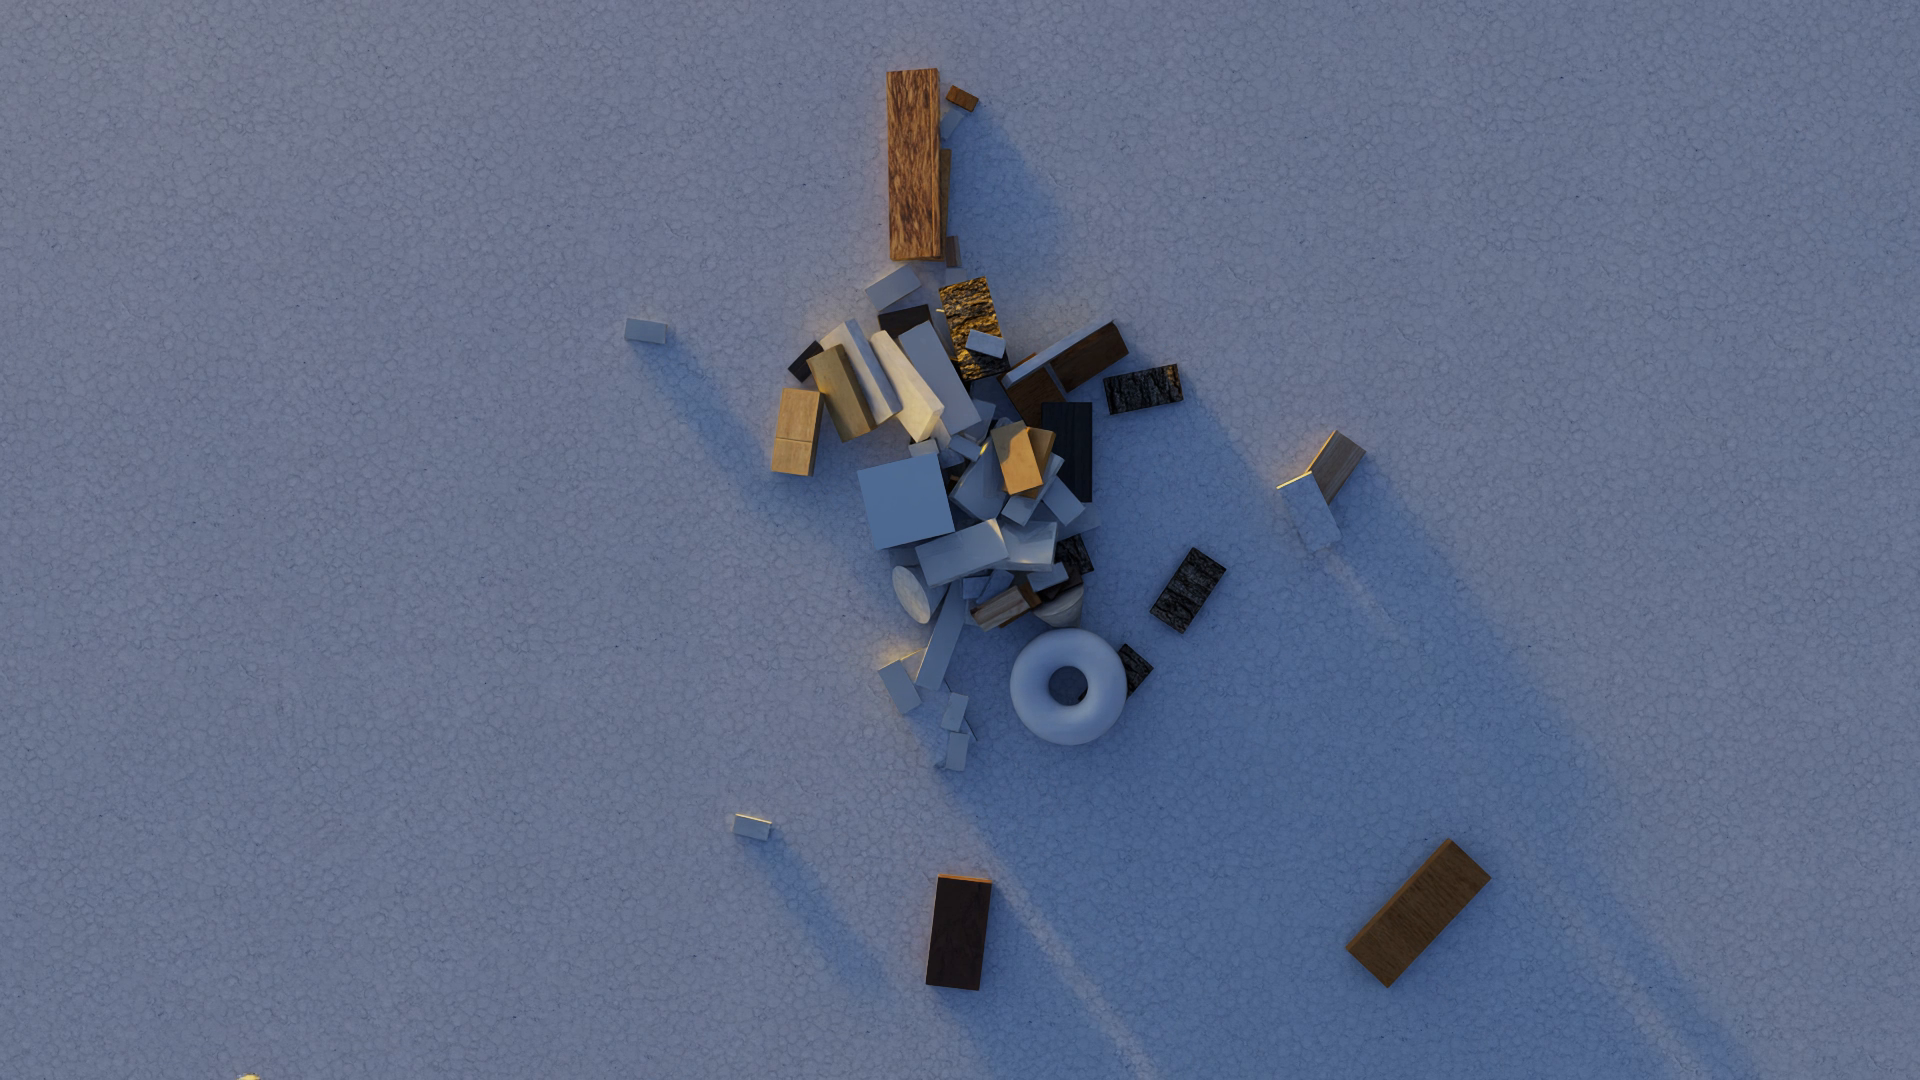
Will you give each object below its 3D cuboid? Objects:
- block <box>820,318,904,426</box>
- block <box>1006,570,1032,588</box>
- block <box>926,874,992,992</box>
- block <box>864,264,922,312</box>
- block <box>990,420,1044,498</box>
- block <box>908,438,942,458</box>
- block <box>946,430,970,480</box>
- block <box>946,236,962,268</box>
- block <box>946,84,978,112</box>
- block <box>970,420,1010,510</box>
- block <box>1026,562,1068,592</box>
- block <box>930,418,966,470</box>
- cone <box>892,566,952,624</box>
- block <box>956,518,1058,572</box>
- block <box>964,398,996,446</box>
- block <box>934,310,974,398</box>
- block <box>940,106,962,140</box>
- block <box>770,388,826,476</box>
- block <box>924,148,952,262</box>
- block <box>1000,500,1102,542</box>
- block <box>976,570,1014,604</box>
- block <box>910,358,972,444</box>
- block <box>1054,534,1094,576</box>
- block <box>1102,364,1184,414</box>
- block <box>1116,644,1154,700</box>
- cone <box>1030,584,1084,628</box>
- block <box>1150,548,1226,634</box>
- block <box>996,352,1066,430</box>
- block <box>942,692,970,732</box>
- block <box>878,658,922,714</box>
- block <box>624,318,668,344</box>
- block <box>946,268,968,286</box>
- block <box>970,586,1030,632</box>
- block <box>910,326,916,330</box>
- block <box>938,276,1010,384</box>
[{"bbox_3d":[-0.325,-0.541,5.418,0.048,0.170,0.339,-28,90,-37],"label":"block"},{"bbox_3d":[0.149,0.144,5.451,0.260,0.037,0.130,-39,86,12],"label":"block"},{"bbox_3d":[-0.005,1.302,5.475,0.179,0.051,0.358,7,90,0],"label":"block"},{"bbox_3d":[-0.222,-0.839,5.488,0.172,0.024,0.086,-31,90,0],"label":"block"},{"bbox_3d":[0.184,-0.264,5.333,0.113,0.032,0.226,-18,76,5],"label":"block"},{"bbox_3d":[-0.116,-0.299,5.417,0.105,0.015,0.053,-13,101,31],"label":"block"},{"bbox_3d":[-0.014,-0.281,5.413,0.084,0.024,0.167,1,108,39],"label":"block"},{"bbox_3d":[-0.025,-0.961,5.493,0.050,0.014,0.099,-7,90,0],"label":"block"},{"bbox_3d":[0.007,-1.470,5.493,0.099,0.014,0.050,28,90,0],"label":"block"},{"bbox_3d":[0.089,-0.247,5.479,0.151,0.043,0.302,-1,90,0],"label":"block"},{"bbox_3d":[0.286,0.121,5.385,0.123,0.017,0.062,-20,70,-5],"label":"block"},{"bbox_3d":[-0.050,-0.323,5.394,0.084,0.024,0.167,-16,97,42],"label":"block"},{"bbox_3d":[-0.078,0.136,5.453,0.209,0.209,0.209,-28,90,-27],"label":"cone"},{"bbox_3d":[0.147,0.015,5.391,0.329,0.047,0.164,2,56,12],"label":"block"},{"bbox_3d":[0.052,-0.378,5.418,0.084,0.024,0.167,15,103,-13],"label":"block"},{"bbox_3d":[-0.021,-0.592,5.440,0.157,0.044,0.314,8,104,0],"label":"block"},{"bbox_3d":[-0.038,-1.386,5.493,0.050,0.014,0.099,35,90,0],"label":"block"},{"bbox_3d":[-0.536,-0.357,5.454,0.139,0.039,0.278,9,90,22],"label":"block"},{"bbox_3d":[-0.083,-1.113,5.480,0.086,0.024,0.369,3,90,11],"label":"block"},{"bbox_3d":[0.302,-0.067,5.479,0.301,0.043,0.151,-21,90,0],"label":"block"},{"bbox_3d":[0.116,0.160,5.396,0.069,0.020,0.138,30,88,-23],"label":"block"},{"bbox_3d":[-0.059,-0.444,5.432,0.157,0.044,0.314,12,104,-1],"label":"block"},{"bbox_3d":[0.298,0.087,5.461,0.260,0.037,0.130,-22,90,9],"label":"block"},{"bbox_3d":[0.609,-0.501,5.483,0.246,0.035,0.123,-11,90,0],"label":"block"},{"bbox_3d":[0.518,0.477,5.483,0.122,0.035,0.244,41,90,0],"label":"block"},{"bbox_3d":[0.356,0.266,5.456,0.195,0.195,0.195,-27,117,0],"label":"cone"},{"bbox_3d":[0.757,0.168,5.482,0.130,0.037,0.260,34,90,0],"label":"block"},{"bbox_3d":[0.266,-0.454,5.479,0.151,0.043,0.302,-33,90,0],"label":"block"},{"bbox_3d":[-0.016,0.567,5.441,0.060,0.017,0.121,17,90,0],"label":"block"},{"bbox_3d":[-0.198,0.483,5.438,0.082,0.023,0.164,-28,90,0],"label":"block"},{"bbox_3d":[-1.046,-0.696,5.491,0.133,0.019,0.067,8,90,0],"label":"block"},{"bbox_3d":[-0.012,-0.831,5.490,0.071,0.020,0.141,-1,90,0],"label":"block"},{"bbox_3d":[0.131,0.225,5.377,0.175,0.025,0.087,-30,121,13],"label":"block"},{"bbox_3d":[-0.128,-0.631,5.363,0.062,0.018,0.124,-33,89,-2],"label":"block"},{"bbox_3d":[0.048,-0.682,5.355,0.157,0.044,0.314,-15,88,-1],"label":"block"}]
